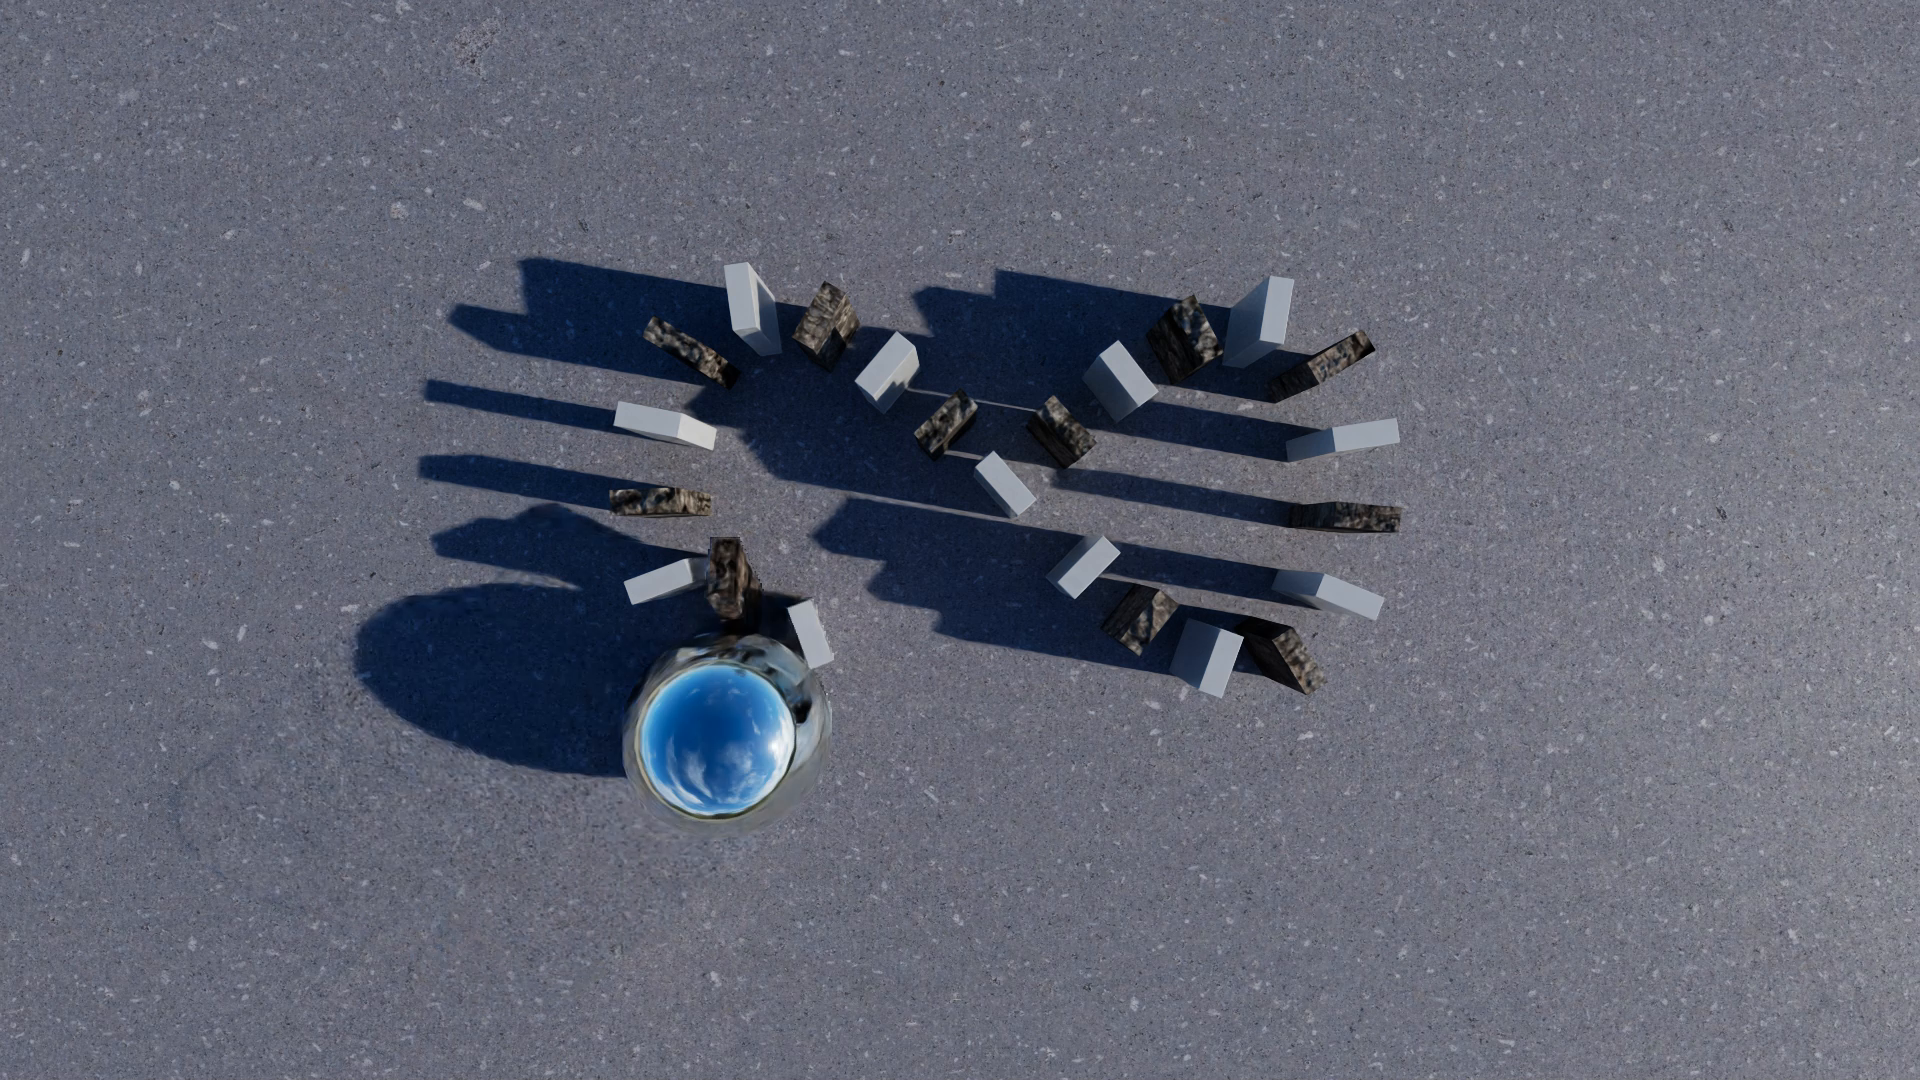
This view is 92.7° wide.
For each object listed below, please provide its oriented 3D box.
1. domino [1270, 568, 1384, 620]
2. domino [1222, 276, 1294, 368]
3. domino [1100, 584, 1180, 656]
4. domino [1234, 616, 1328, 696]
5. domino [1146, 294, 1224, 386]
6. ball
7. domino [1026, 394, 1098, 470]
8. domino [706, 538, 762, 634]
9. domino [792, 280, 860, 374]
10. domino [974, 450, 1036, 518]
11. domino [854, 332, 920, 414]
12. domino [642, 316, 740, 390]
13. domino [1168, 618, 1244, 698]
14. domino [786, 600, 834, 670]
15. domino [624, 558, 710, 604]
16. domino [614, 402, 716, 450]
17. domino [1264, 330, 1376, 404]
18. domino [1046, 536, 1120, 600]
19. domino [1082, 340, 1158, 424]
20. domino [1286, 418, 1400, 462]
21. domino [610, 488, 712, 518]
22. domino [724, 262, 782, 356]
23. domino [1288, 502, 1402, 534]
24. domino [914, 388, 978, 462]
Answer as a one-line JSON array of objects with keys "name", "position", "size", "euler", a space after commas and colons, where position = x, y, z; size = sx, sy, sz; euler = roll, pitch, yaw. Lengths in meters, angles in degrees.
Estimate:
[{"name": "domino", "position": [0.149, 0.022, 0.375], "size": [0.025, 0.050, 0.009], "euler": [22, 90, 0]}, {"name": "domino", "position": [0.121, -0.088, 0.375], "size": [0.010, 0.050, 0.025], "euler": [9, 90, 0]}, {"name": "domino", "position": [0.072, 0.032, 0.375], "size": [0.009, 0.050, 0.025], "euler": [38, 90, 0]}, {"name": "domino", "position": [0.130, 0.046, 0.375], "size": [0.009, 0.050, 0.025], "euler": [-32, 90, 0]}, {"name": "domino", "position": [0.091, -0.081, 0.375], "size": [0.010, 0.050, 0.025], "euler": [-27, 90, 0]}, {"name": "ball", "position": [-0.091, 0.075, 0.360], "size": [0.080, 0.080, 0.080], "euler": [0, 90, 0]}, {"name": "domino", "position": [0.041, -0.043, 0.375], "size": [0.009, 0.050, 0.025], "euler": [-43, 90, 0]}, {"name": "domino", "position": [-0.091, 0.022, 0.372], "size": [0.009, 0.050, 0.025], "euler": [-2, 62, -1]}, {"name": "domino", "position": [-0.054, -0.086, 0.375], "size": [0.010, 0.050, 0.025], "euler": [30, 90, 0]}, {"name": "domino", "position": [0.017, -0.022, 0.375], "size": [0.009, 0.050, 0.025], "euler": [-42, 90, 0]}, {"name": "domino", "position": [-0.029, -0.067, 0.375], "size": [0.010, 0.050, 0.025], "euler": [40, 90, 0]}, {"name": "domino", "position": [-0.109, -0.076, 0.375], "size": [0.025, 0.050, 0.010], "euler": [30, 90, 0]}, {"name": "domino", "position": [0.100, 0.047, 0.375], "size": [0.010, 0.050, 0.025], "euler": [20, 90, 0]}, {"name": "domino", "position": [-0.062, 0.038, 0.375], "size": [0.009, 0.050, 0.025], "euler": [-21, 90, -11]}, {"name": "domino", "position": [-0.115, 0.016, 0.375], "size": [0.025, 0.050, 0.009], "euler": [-20, 90, 0]}, {"name": "domino", "position": [-0.119, -0.046, 0.375], "size": [0.025, 0.050, 0.009], "euler": [11, 90, 0]}, {"name": "domino", "position": [0.146, -0.070, 0.375], "size": [0.025, 0.050, 0.010], "euler": [-31, 90, 0]}, {"name": "domino", "position": [0.049, 0.010, 0.375], "size": [0.010, 0.050, 0.025], "euler": [44, 90, 0]}, {"name": "domino", "position": [0.064, -0.064, 0.375], "size": [0.009, 0.050, 0.025], "euler": [-38, 90, 0]}, {"name": "domino", "position": [0.155, -0.040, 0.375], "size": [0.025, 0.050, 0.010], "euler": [-9, 90, 0]}, {"name": "domino", "position": [-0.121, -0.015, 0.375], "size": [0.025, 0.050, 0.009], "euler": [-3, 90, 0]}, {"name": "domino", "position": [-0.084, -0.093, 0.375], "size": [0.010, 0.050, 0.025], "euler": [-8, 90, 0]}, {"name": "domino", "position": [0.156, -0.009, 0.375], "size": [0.025, 0.050, 0.009], "euler": [6, 90, 0]}, {"name": "domino", "position": [-0.006, -0.046, 0.375], "size": [0.025, 0.050, 0.010], "euler": [-44, 90, 0]}]
